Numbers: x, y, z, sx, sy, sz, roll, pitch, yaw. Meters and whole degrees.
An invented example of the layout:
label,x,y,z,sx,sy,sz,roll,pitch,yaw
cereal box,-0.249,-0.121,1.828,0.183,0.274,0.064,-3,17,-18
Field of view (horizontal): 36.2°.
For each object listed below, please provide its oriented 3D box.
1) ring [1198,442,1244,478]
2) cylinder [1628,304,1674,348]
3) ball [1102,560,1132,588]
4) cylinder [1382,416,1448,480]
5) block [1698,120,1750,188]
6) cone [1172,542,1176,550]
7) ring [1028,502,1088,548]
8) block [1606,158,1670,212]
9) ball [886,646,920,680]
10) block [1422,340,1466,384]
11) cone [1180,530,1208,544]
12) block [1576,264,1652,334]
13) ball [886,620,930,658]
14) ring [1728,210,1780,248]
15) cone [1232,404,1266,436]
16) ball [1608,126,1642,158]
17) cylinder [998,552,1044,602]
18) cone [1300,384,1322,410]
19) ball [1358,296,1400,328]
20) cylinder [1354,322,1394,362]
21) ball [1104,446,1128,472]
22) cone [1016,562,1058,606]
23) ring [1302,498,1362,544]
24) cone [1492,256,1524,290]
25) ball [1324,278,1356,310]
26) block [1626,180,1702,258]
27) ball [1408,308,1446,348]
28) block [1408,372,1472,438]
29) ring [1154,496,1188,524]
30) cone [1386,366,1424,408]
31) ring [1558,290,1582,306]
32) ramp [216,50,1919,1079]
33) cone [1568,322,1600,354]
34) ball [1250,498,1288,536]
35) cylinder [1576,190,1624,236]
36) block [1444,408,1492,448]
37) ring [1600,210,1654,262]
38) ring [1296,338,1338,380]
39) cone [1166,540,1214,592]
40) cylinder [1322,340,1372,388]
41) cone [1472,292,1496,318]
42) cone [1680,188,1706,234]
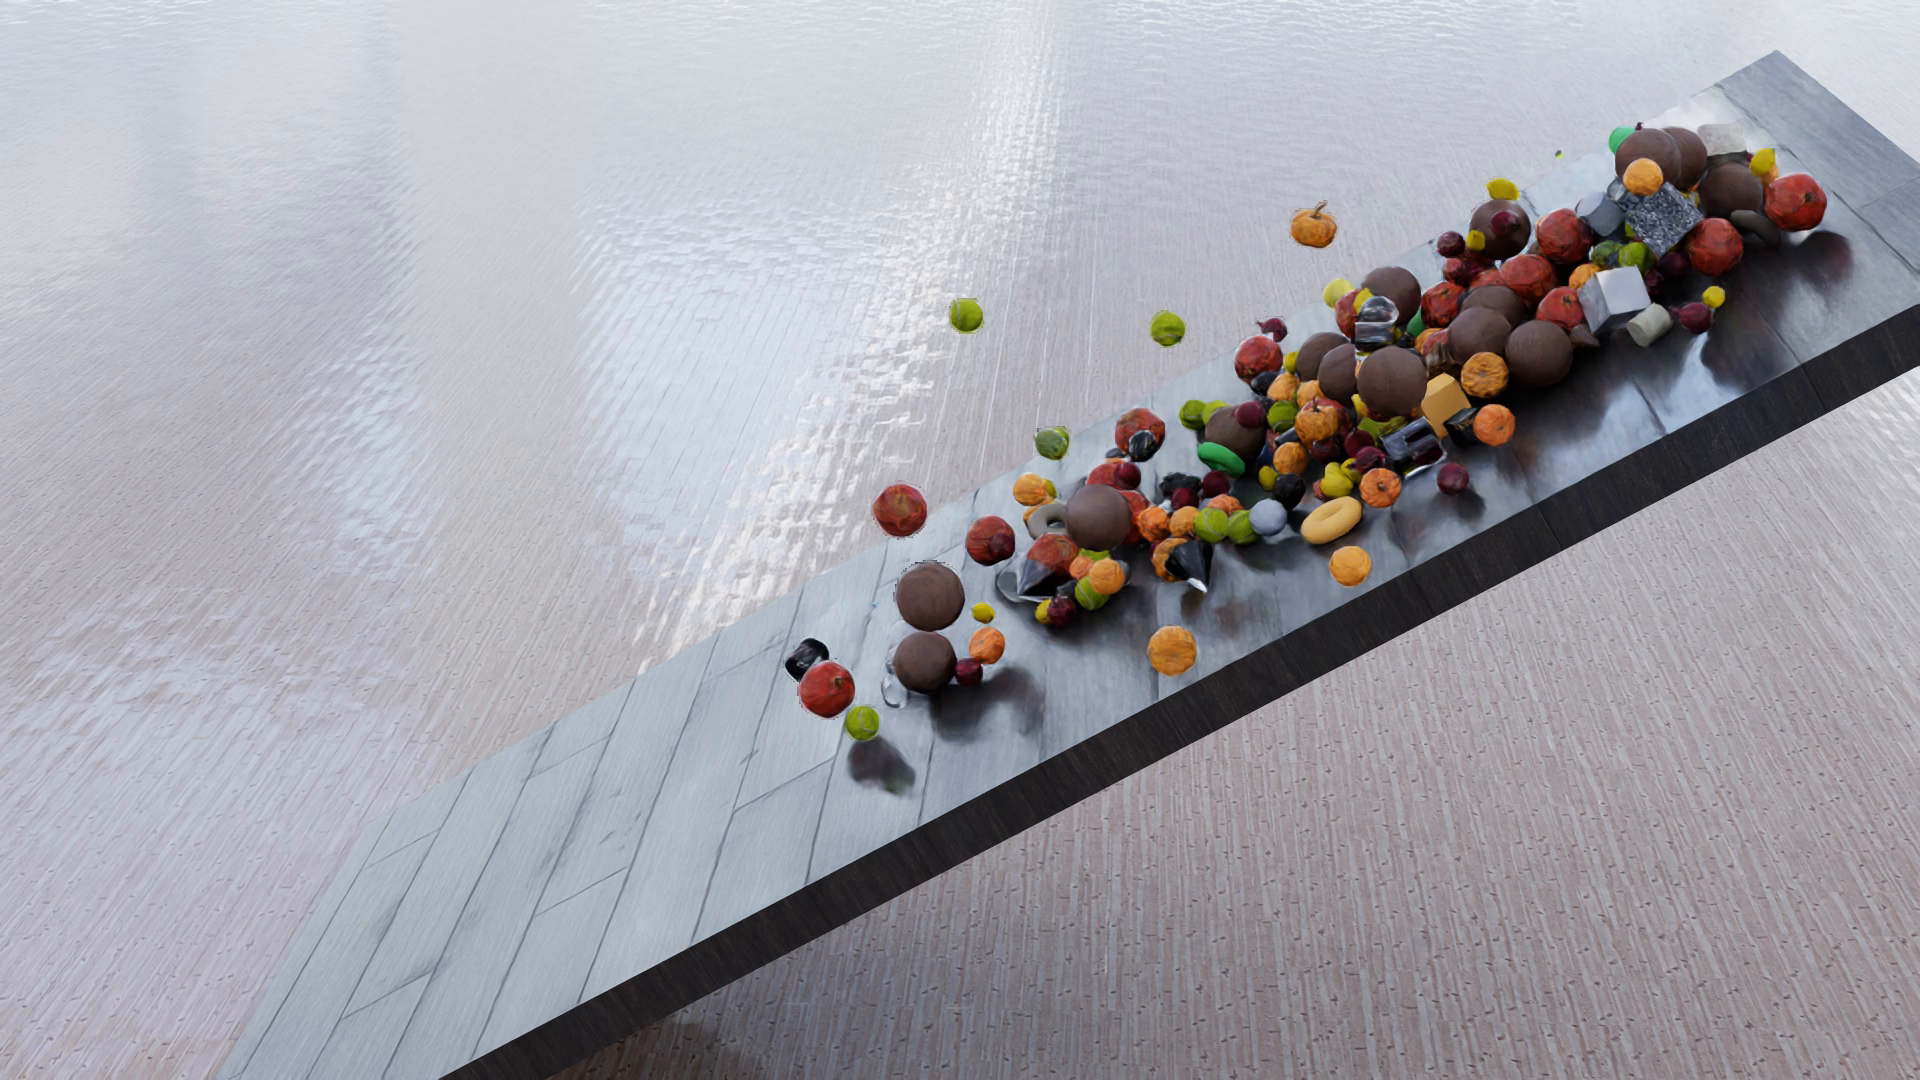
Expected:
label,x,y,z,sx,sy,sz,roll,pitch,yaw
ring,0.543,-0.167,6.118,0.109,0.036,0.109,29,-10,5
cylinder,1.288,-0.400,5.490,0.060,0.060,0.060,-36,28,-10
ball,0.316,0.069,5.936,0.060,0.060,0.060,0,19,0
cylinder,0.860,-0.174,5.563,0.091,0.091,0.091,-28,14,14
block,1.522,-0.770,5.862,0.088,0.088,0.088,-6,50,14
cone,0.434,0.028,5.837,0.057,0.057,0.057,-30,15,9
ring,0.212,-0.032,6.413,0.130,0.043,0.130,-2,42,2
block,1.394,-0.707,6.048,0.092,0.092,0.092,24,45,-10
ball,-0.121,0.258,6.185,0.072,0.072,0.072,0,19,0
block,0.956,-0.342,5.805,0.062,0.062,0.062,19,40,-12
cone,0.463,-0.003,5.878,0.054,0.054,0.054,-2,17,-5
block,1.244,-0.457,5.589,0.089,0.089,0.089,-12,-17,-16
ball,-0.111,0.215,6.262,0.093,0.093,0.093,0,19,0
ring,1.510,-0.590,5.589,0.106,0.035,0.106,32,-6,4
cone,0.643,-0.265,6.413,0.071,0.071,0.071,-12,22,-37
ball,1.307,-0.782,5.781,0.063,0.063,0.063,0,19,0
cylinder,0.131,0.078,6.238,0.077,0.077,0.077,10,39,27
cone,0.745,-0.314,6.327,0.052,0.052,0.052,-26,15,7
ball,0.852,-0.455,5.985,0.083,0.083,0.083,0,19,0
cylinder,0.822,-0.394,5.846,0.077,0.077,0.077,0,19,7
ball,0.356,-0.185,6.695,0.056,0.056,0.056,0,19,0
cone,0.139,0.101,6.067,0.095,0.095,0.095,10,17,27
ring,0.700,-0.037,5.538,0.126,0.042,0.126,-29,16,9
cone,1.161,-0.573,6.251,0.071,0.071,0.071,-9,8,1
ball,0.884,-0.571,6.849,0.075,0.075,0.075,0,19,0
block,1.341,-0.612,5.598,0.096,0.096,0.096,46,25,3
ball,0.987,-0.448,6.218,0.082,0.082,0.082,0,19,0
block,0.935,-0.260,5.705,0.085,0.085,0.085,-32,15,0
ring,0.442,-0.064,6.181,0.081,0.027,0.081,-32,14,9
cone,0.898,-0.323,5.914,0.084,0.084,0.084,-3,54,4
ring,1.241,-0.487,5.892,0.084,0.028,0.084,-8,8,1
ramp,0.142,0.168,6.286,4.000,0.100,2.000,-29,15,12
cone,1.204,-0.377,5.611,0.064,0.064,0.064,-8,21,-23
ball,0.595,-0.043,5.677,0.073,0.073,0.073,0,19,0
cylinder,1.280,-0.654,5.876,0.066,0.066,0.066,36,5,-24
block,0.960,-0.212,5.555,0.055,0.055,0.055,-36,15,-16
ring,1.340,-0.607,5.877,0.124,0.041,0.124,-16,48,19
ring,0.783,-0.396,6.455,0.109,0.109,0.036,-12,47,-31
cone,0.454,0.068,5.609,0.098,0.098,0.098,-6,44,-17
cylinder,0.812,-0.370,6.182,0.075,0.075,0.075,-30,4,29
cone,1.121,-0.499,6.228,0.054,0.054,0.054,14,13,36
cone,1.413,-0.624,5.725,0.095,0.095,0.095,1,23,2
